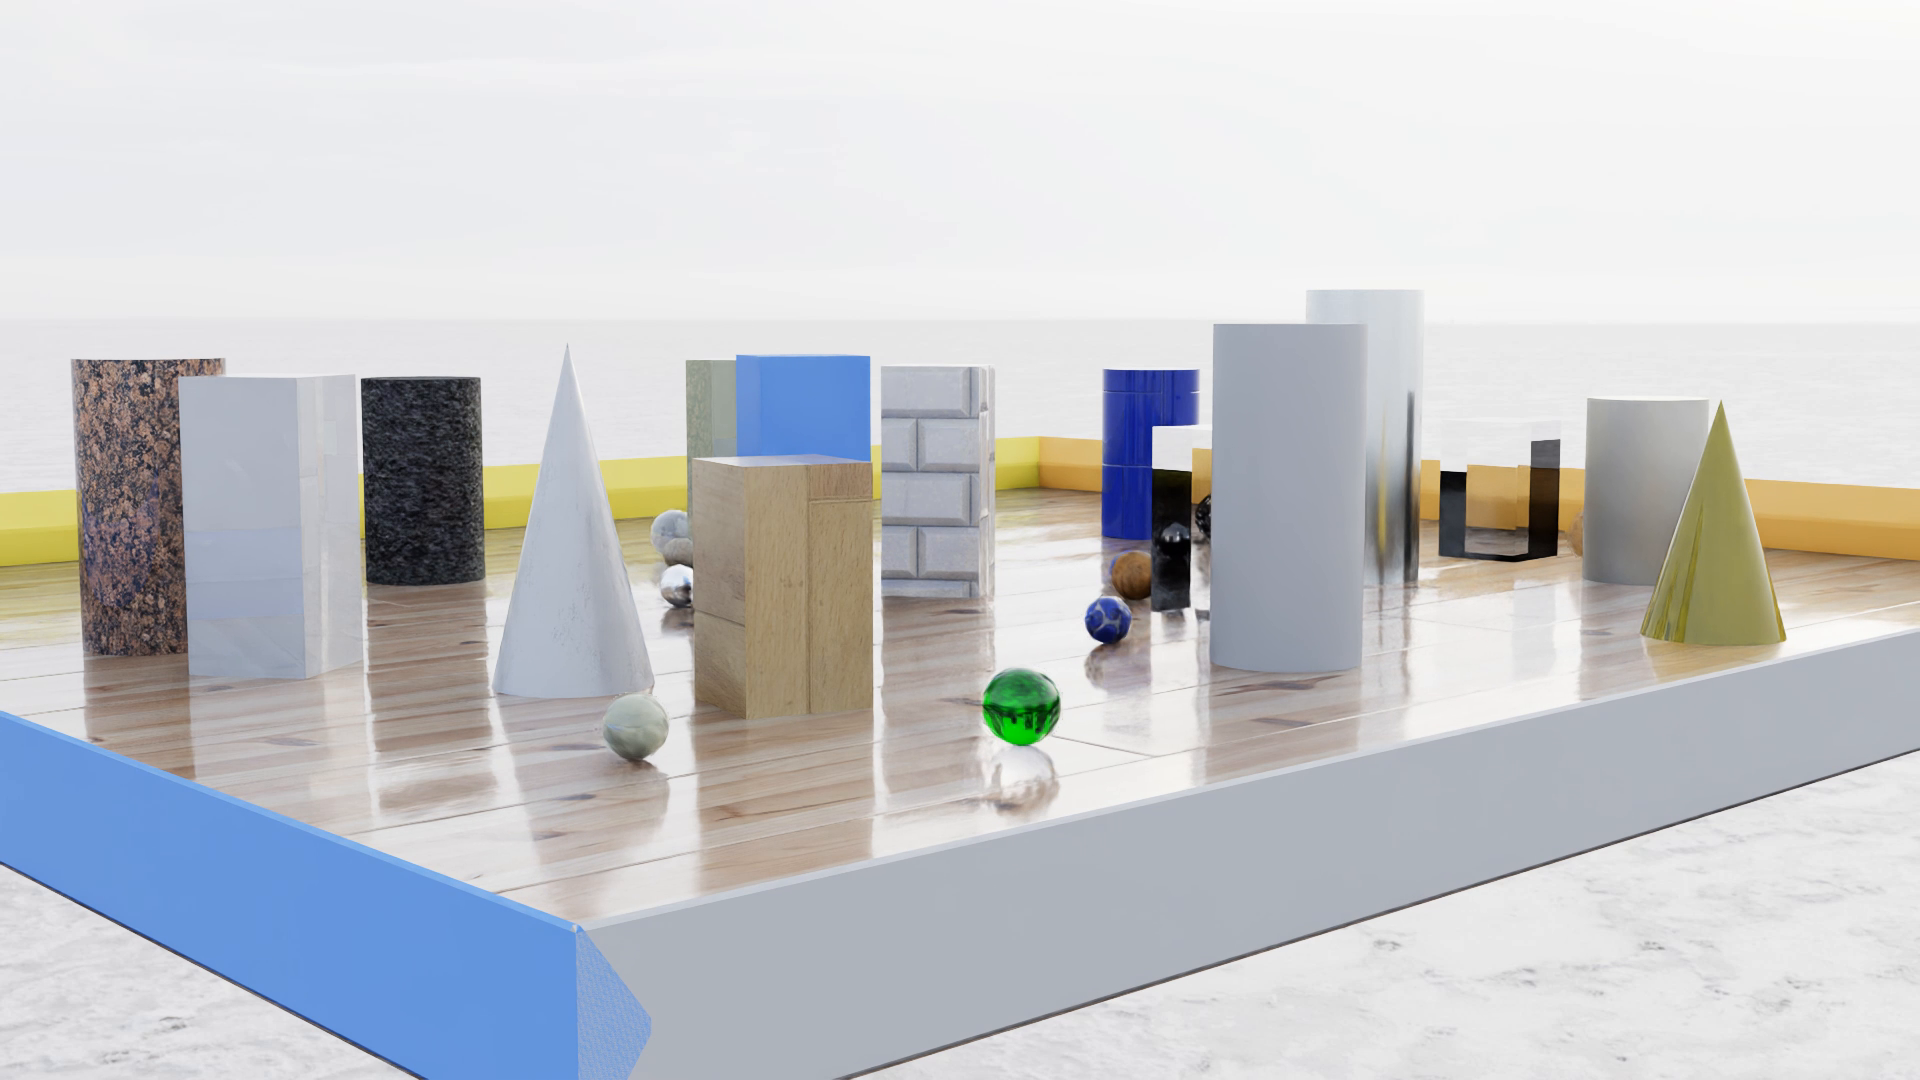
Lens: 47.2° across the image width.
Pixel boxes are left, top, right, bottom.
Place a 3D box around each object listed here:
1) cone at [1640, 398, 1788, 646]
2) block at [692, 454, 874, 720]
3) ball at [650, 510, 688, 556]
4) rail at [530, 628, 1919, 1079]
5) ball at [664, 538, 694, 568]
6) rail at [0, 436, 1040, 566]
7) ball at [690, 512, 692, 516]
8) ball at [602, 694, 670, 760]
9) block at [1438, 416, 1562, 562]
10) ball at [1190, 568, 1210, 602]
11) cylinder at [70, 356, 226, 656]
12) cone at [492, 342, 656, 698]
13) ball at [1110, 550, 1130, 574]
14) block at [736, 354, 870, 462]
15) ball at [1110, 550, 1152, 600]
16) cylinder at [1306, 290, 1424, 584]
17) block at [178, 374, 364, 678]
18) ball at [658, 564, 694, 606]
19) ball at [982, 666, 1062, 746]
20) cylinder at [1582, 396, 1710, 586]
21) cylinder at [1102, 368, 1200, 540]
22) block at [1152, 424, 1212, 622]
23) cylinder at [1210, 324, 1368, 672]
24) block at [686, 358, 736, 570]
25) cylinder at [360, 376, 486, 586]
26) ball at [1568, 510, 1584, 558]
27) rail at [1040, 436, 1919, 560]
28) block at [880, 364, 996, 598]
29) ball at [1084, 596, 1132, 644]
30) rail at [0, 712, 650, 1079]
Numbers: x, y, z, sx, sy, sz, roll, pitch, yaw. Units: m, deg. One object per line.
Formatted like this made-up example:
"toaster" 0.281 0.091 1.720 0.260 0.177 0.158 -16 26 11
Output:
"cone" 1.030 -0.031 2.992 0.192 0.324 0.192 0 6 0
"block" -0.200 0.048 2.479 0.154 0.275 0.154 -3 7 -28
"ball" -0.509 -0.010 3.927 0.087 0.087 0.087 0 6 0
"rail" 0.989 0.145 2.266 3.277 0.125 0.045 -6 8 -42
"ball" -0.475 0.024 3.737 0.058 0.058 0.058 0 6 0
"rail" -0.989 -0.080 4.398 3.277 0.125 0.045 -6 8 -42
"ball" -0.467 -0.033 4.140 0.089 0.089 0.089 0 6 0
"ball" -0.321 0.185 2.177 0.066 0.066 0.066 0 6 0
"block" 0.973 -0.094 3.963 0.154 0.246 0.154 6 8 43
"ball" 0.375 0.070 3.339 0.052 0.052 0.052 0 6 0
"cylinder" -1.064 -0.050 2.906 0.192 0.380 0.192 0 6 0
"cone" -0.460 -0.031 2.598 0.192 0.407 0.192 0 6 0
"ball" 0.269 0.048 3.505 0.061 0.061 0.061 0 6 0
"block" -0.219 -0.068 3.075 0.154 0.380 0.154 -2 6 -18
"ball" 0.269 0.054 3.367 0.076 0.076 0.076 0 6 0
"cylinder" 0.665 -0.174 3.634 0.192 0.475 0.192 0 6 0
"block" -0.850 -0.022 2.724 0.154 0.363 0.154 1 6 11
"ball" -0.420 0.068 3.299 0.062 0.062 0.062 0 6 0
"ball" 0.063 0.169 2.248 0.082 0.082 0.082 0 6 0
"cylinder" 1.128 -0.084 3.621 0.192 0.299 0.192 0 6 0
"cylinder" 0.375 -0.173 4.325 0.192 0.328 0.192 0 6 0
"block" 0.389 -0.028 3.207 0.154 0.273 0.154 -5 8 -38
"cylinder" 0.413 -0.059 2.772 0.192 0.426 0.192 0 6 0
"block" -0.374 -0.134 3.808 0.154 0.358 0.154 1 6 13
"cylinder" -0.884 -0.101 3.625 0.192 0.331 0.192 0 6 0
"ball" 1.123 -0.010 3.883 0.096 0.096 0.096 0 6 0
"rail" 1.187 -0.082 4.421 0.045 0.125 2.965 -6 8 -42
"block" -0.033 -0.097 3.463 0.154 0.357 0.154 1 6 10
"ball" 0.197 0.106 2.932 0.064 0.064 0.064 0 6 0
"rail" -1.187 0.147 2.243 0.045 0.125 2.965 -6 8 -42
